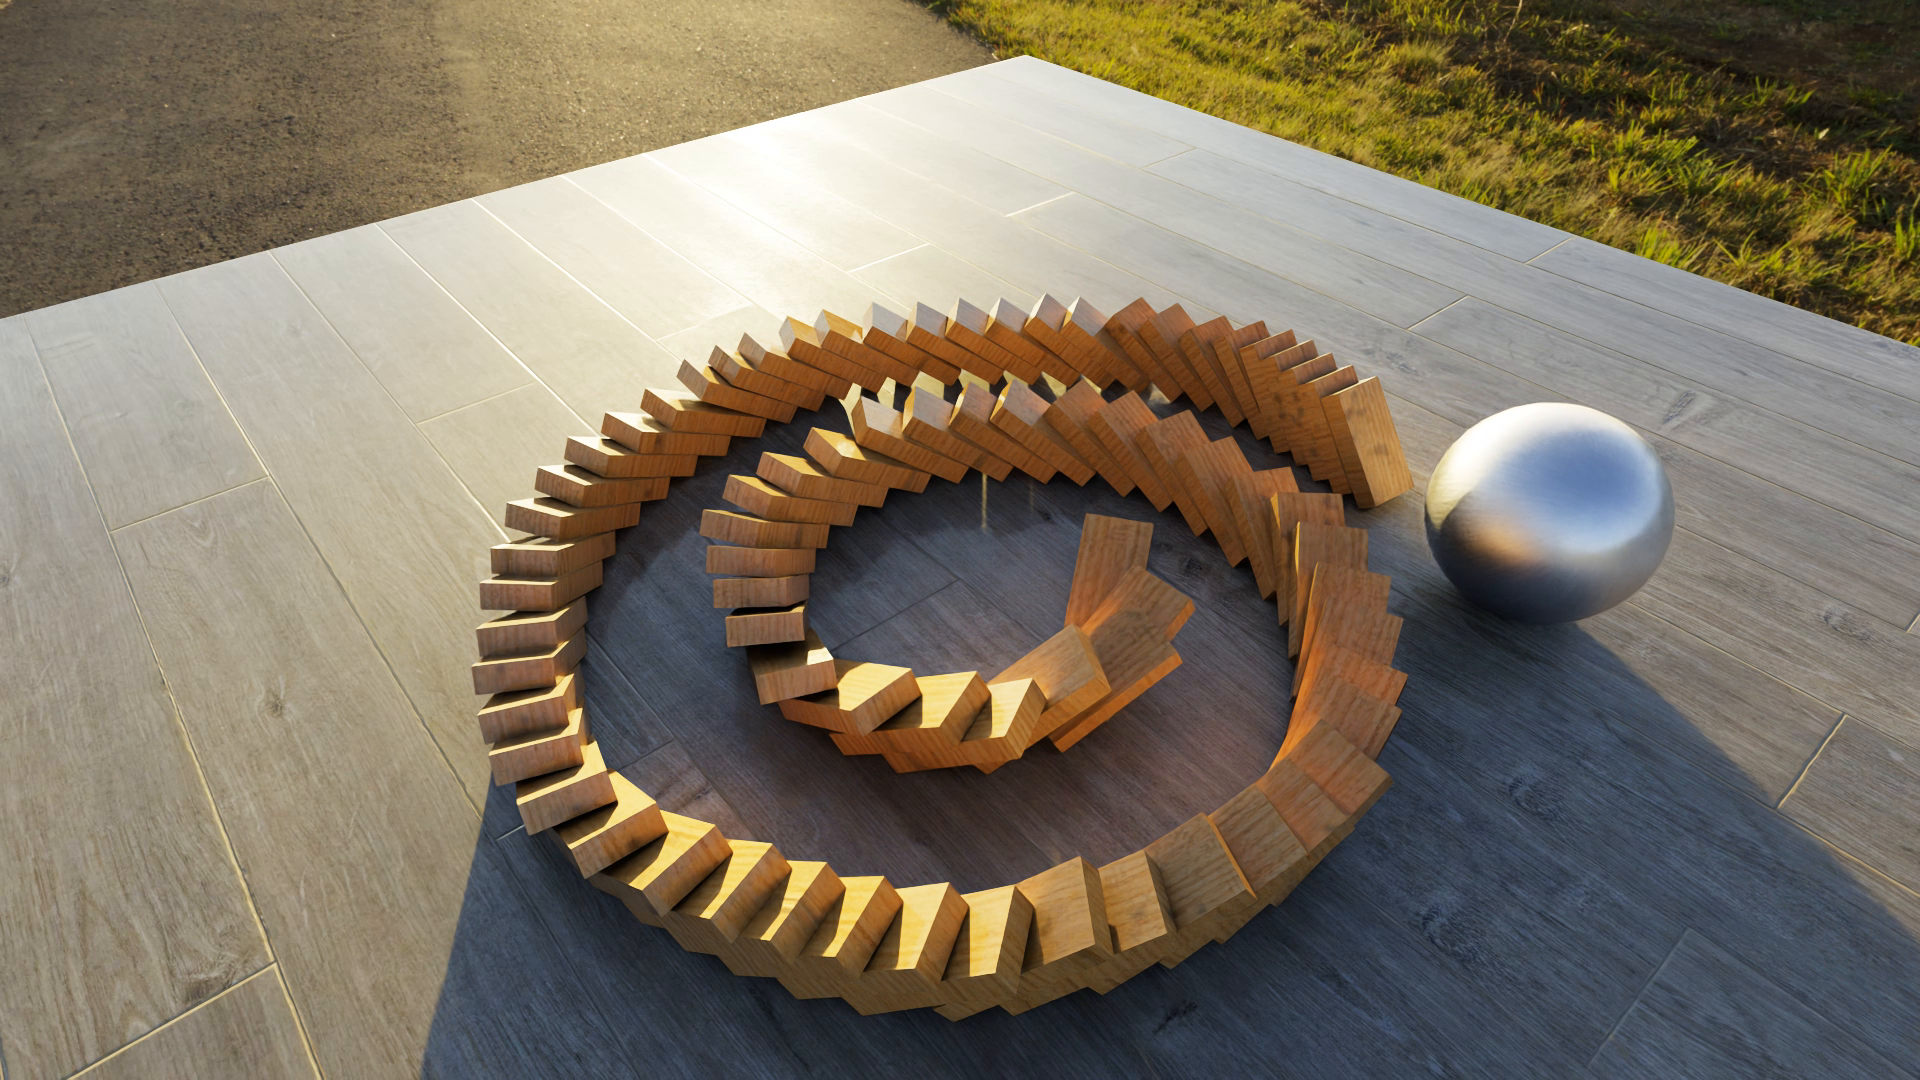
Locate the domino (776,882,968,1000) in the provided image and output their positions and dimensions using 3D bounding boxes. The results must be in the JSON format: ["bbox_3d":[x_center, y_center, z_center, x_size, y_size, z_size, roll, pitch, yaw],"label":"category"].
[{"bbox_3d":[-0.024,0.107,0.292,0.050,0.009,0.025,-20,27,35],"label":"domino"}]

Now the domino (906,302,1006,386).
[{"bbox_3d":[-0.002,-0.097,0.544,0.050,0.009,0.025,24,36,-18],"label":"domino"}]

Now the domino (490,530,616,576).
[{"bbox_3d":[-0.154,0.004,0.418,0.025,0.010,0.050,2,9,6],"label":"domino"}]

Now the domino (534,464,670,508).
[{"bbox_3d":[-0.147,-0.023,0.454,0.025,0.010,0.050,20,14,22],"label":"domino"}]

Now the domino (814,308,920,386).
[{"bbox_3d":[-0.045,-0.093,0.535,0.050,0.009,0.025,21,25,-28],"label":"domino"}]

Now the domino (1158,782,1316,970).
[{"bbox_3d":[0.071,0.094,0.308,0.050,0.010,0.025,-38,47,6],"label":"domino"}]

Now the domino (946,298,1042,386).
[{"bbox_3d":[0.018,-0.098,0.544,0.050,0.009,0.025,27,36,-16],"label":"domino"}]

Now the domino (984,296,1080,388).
[{"bbox_3d":[0.037,-0.098,0.544,0.050,0.010,0.025,29,38,-13],"label":"domino"}]

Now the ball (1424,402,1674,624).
[{"bbox_3d":[0.212,-0.010,0.400,0.080,0.080,0.080,0,39,0],"label":"ball"}]

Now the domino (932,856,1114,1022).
[{"bbox_3d":[0.015,0.106,0.292,0.050,0.009,0.025,-30,37,20],"label":"domino"}]

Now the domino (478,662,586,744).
[{"bbox_3d":[-0.138,0.052,0.359,0.025,0.010,0.050,-12,8,-12],"label":"domino"}]

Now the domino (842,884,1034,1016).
[{"bbox_3d":[-0.006,0.108,0.290,0.050,0.010,0.025,-22,29,30],"label":"domino"}]

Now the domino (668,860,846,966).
[{"bbox_3d":[-0.056,0.100,0.299,0.050,0.010,0.025,-14,26,43],"label":"domino"}]

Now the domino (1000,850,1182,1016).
[{"bbox_3d":[0.032,0.105,0.295,0.050,0.010,0.025,-28,37,15],"label":"domino"}]

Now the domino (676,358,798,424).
[{"bbox_3d":[-0.102,-0.068,0.505,0.050,0.010,0.025,11,23,-48],"label":"domino"}]

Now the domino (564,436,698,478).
[{"bbox_3d":[-0.139,-0.035,0.467,0.025,0.010,0.050,22,14,28],"label":"domino"}]

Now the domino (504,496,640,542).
[{"bbox_3d":[-0.153,-0.010,0.438,0.025,0.009,0.050,14,12,17],"label":"domino"}]

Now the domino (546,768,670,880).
[{"bbox_3d":[-0.106,0.082,0.324,0.025,0.009,0.050,-26,15,-29],"label":"domino"}]

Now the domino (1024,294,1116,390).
[{"bbox_3d":[0.057,-0.098,0.542,0.050,0.010,0.025,36,41,-11],"label":"domino"}]

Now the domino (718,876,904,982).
[{"bbox_3d":[-0.041,0.104,0.295,0.050,0.009,0.025,-17,25,40],"label":"domino"}]

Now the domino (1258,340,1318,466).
[{"bbox_3d":[0.154,-0.061,0.490,0.025,0.050,0.009,-24,6,-26],"label":"domino"}]

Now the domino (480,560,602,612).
[{"bbox_3d":[-0.153,0.016,0.405,0.025,0.010,0.050,1,9,2],"label":"domino"}]

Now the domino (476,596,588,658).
[{"bbox_3d":[-0.149,0.030,0.386,0.025,0.009,0.050,-6,7,-7],"label":"domino"}]

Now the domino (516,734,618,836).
[{"bbox_3d":[-0.120,0.073,0.334,0.025,0.009,0.050,-20,10,-21],"label":"domino"}]

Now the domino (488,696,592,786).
[{"bbox_3d":[-0.131,0.062,0.347,0.025,0.010,0.050,-13,8,-15],"label":"domino"}]

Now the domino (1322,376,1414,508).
[{"bbox_3d":[0.173,-0.041,0.466,0.025,0.050,0.009,-23,6,-26],"label":"domino"}]

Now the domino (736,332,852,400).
[{"bbox_3d":[-0.078,-0.082,0.521,0.050,0.009,0.025,15,19,-43],"label":"domino"}]

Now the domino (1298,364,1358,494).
[{"bbox_3d":[0.165,-0.047,0.473,0.025,0.050,0.009,-23,6,-26],"label":"domino"}]

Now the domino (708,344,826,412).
[{"bbox_3d":[-0.090,-0.075,0.513,0.050,0.010,0.025,13,21,-47],"label":"domino"}]

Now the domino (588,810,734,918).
[{"bbox_3d":[-0.087,0.090,0.312,0.025,0.010,0.050,-39,19,-34],"label":"domino"}]

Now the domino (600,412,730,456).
[{"bbox_3d":[-0.128,-0.046,0.481,0.025,0.010,0.050,26,17,30],"label":"domino"}]

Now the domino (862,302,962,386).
[{"bbox_3d":[-0.024,-0.096,0.541,0.050,0.010,0.025,25,33,-22],"label":"domino"}]

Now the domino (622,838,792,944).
[{"bbox_3d":[-0.071,0.095,0.304,0.050,0.009,0.025,-12,28,47],"label":"domino"}]

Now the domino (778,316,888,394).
[{"bbox_3d":[-0.061,-0.089,0.531,0.050,0.010,0.025,20,26,-31],"label":"domino"}]

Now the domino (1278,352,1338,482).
[{"bbox_3d":[0.159,-0.054,0.481,0.025,0.050,0.010,-23,6,-26],"label":"domino"}]

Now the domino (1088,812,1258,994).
[{"bbox_3d":[0.053,0.099,0.301,0.050,0.010,0.025,-35,43,9],"label":"domino"}]

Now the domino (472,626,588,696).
[{"bbox_3d":[-0.145,0.040,0.374,0.025,0.009,0.050,-6,7,-7],"label":"domino"}]

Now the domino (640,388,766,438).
[{"bbox_3d":[-0.115,-0.057,0.495,0.025,0.009,0.050,33,20,33],"label":"domino"}]
